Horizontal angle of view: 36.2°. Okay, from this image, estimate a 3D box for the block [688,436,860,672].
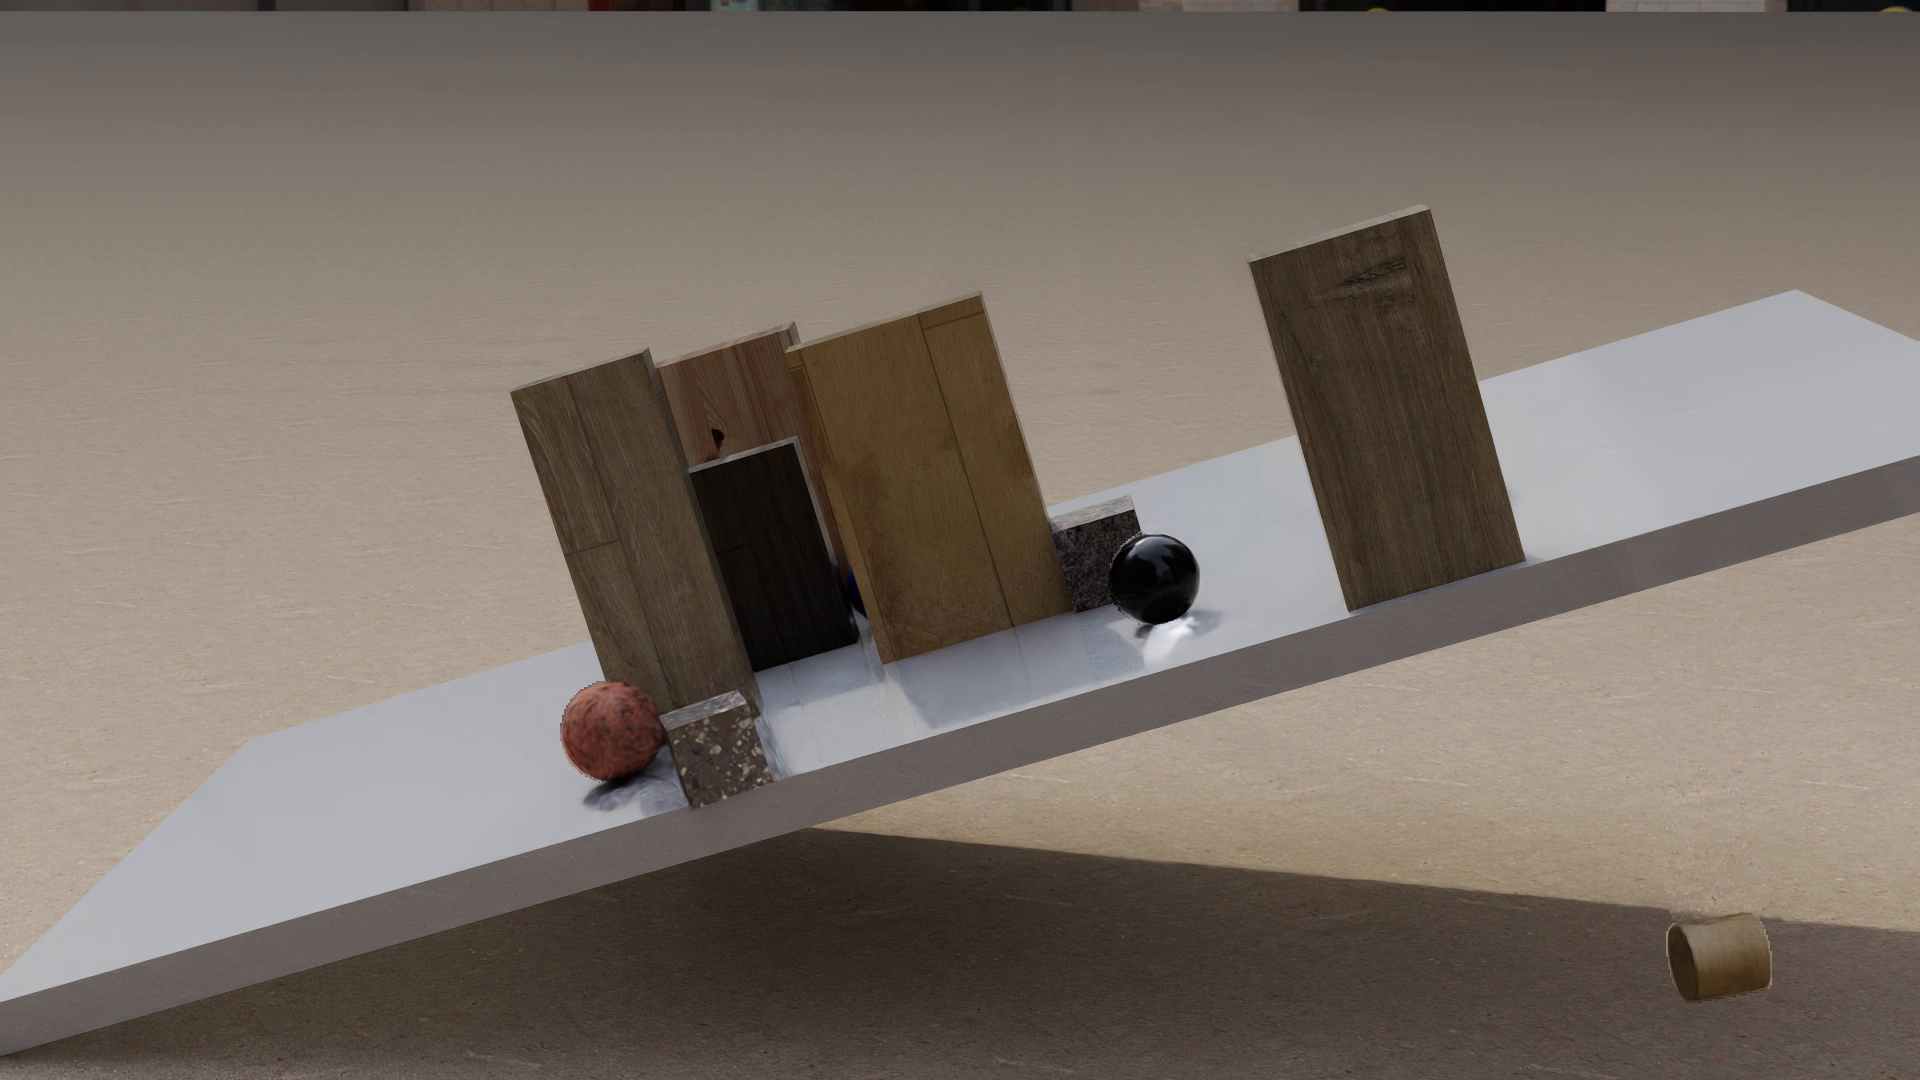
[{"bbox_3d":[-0.489,0.057,6.384,0.421,0.457,0.101,-16,10,5],"label":"block"}]

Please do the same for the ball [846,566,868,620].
[{"bbox_3d":[-0.168,0.099,6.456,0.166,0.166,0.166,0,11,0],"label":"ball"}]

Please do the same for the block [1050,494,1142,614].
[{"bbox_3d":[0.295,0.028,6.047,0.174,0.174,0.174,-16,10,4],"label":"block"}]

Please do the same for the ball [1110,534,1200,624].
[{"bbox_3d":[0.376,0.075,5.654,0.174,0.174,0.174,0,11,0],"label":"ball"}]

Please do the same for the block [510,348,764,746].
[{"bbox_3d":[-0.645,0.024,5.914,0.277,0.771,0.090,-16,10,5],"label":"block"}]

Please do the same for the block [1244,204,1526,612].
[{"bbox_3d":[0.766,-0.237,5.301,0.330,0.659,0.117,-16,10,5],"label":"block"}]

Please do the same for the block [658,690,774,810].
[{"bbox_3d":[-0.450,0.384,5.410,0.154,0.154,0.154,-19,10,-9],"label":"block"}]

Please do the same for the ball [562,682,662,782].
[{"bbox_3d":[-0.677,0.373,5.732,0.195,0.195,0.195,0,11,0],"label":"ball"}]

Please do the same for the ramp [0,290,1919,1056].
[{"bbox_3d":[0.093,0.186,6.317,4.000,0.100,2.000,-16,10,5],"label":"ramp"}]

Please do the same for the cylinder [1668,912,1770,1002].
[{"bbox_3d":[1.284,0.705,4.978,0.129,0.129,0.129,-9,12,-6],"label":"cylinder"}]

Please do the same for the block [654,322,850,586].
[{"bbox_3d":[-0.493,-0.129,6.837,0.419,0.652,0.149,-16,10,5],"label":"block"}]

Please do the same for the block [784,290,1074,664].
[{"bbox_3d":[-0.059,-0.127,6.036,0.412,0.674,0.107,-16,10,5],"label":"block"}]
